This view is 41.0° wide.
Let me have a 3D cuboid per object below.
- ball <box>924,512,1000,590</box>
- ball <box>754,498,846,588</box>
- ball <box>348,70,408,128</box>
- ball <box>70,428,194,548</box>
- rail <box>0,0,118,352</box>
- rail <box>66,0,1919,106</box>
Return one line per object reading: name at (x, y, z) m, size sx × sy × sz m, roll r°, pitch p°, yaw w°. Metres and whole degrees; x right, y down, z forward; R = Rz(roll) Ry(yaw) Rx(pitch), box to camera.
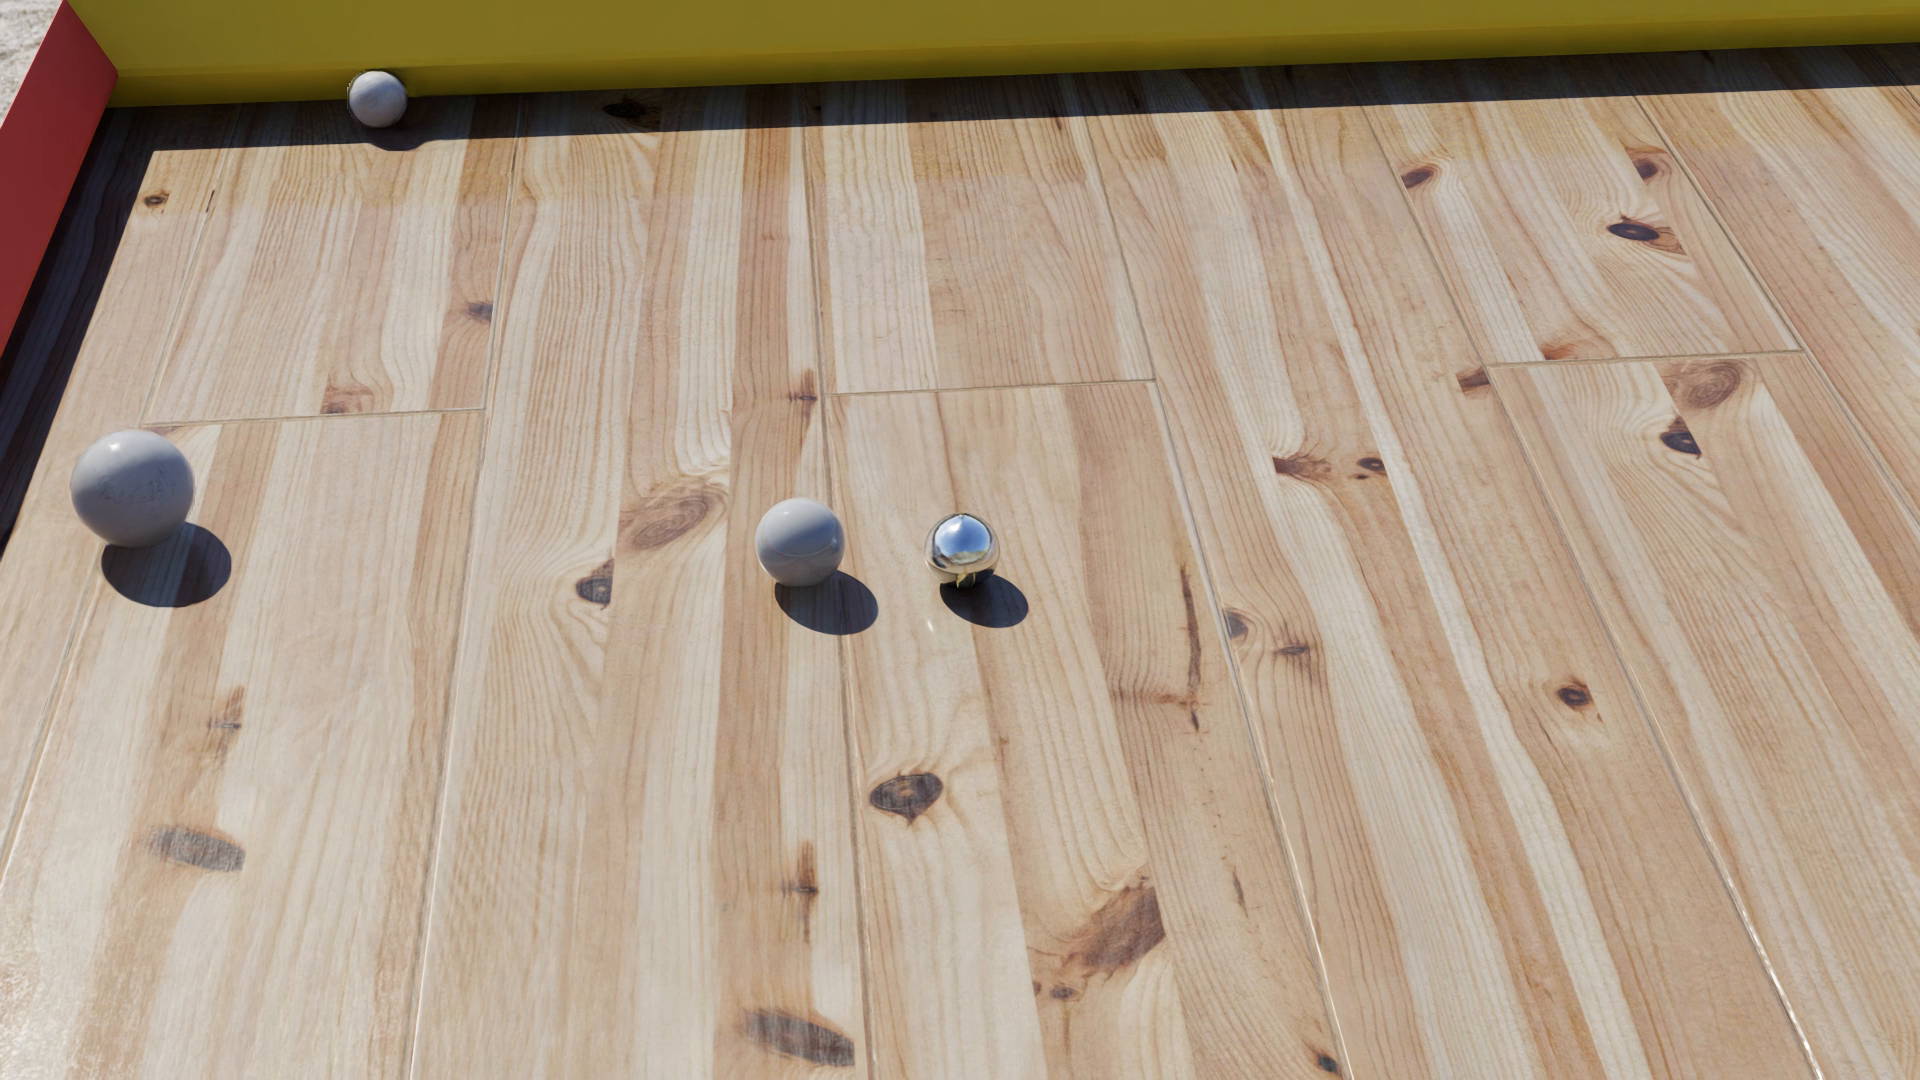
ball at (0.001, 0.007, 1.708) m, size 0.051 × 0.051 × 0.051 m, roll 0°, pitch 36°, yaw 0°
ball at (-0.106, 0.002, 1.707) m, size 0.061 × 0.061 × 0.061 m, roll 0°, pitch 36°, yaw 0°
ball at (-0.512, -0.387, 2.255) m, size 0.050 × 0.050 × 0.050 m, roll 0°, pitch 36°, yaw 0°
ball at (-0.562, -0.035, 1.742) m, size 0.081 × 0.081 × 0.081 m, roll 0°, pitch 36°, yaw 0°
rail at (-0.697, 0.015, 1.650) m, size 0.045 × 0.105 × 1.533 m, roll -3°, pitch 36°, yaw -4°
rail at (0.659, -0.487, 2.345) m, size 2.891 × 0.105 × 0.045 m, roll -3°, pitch 36°, yaw -4°
